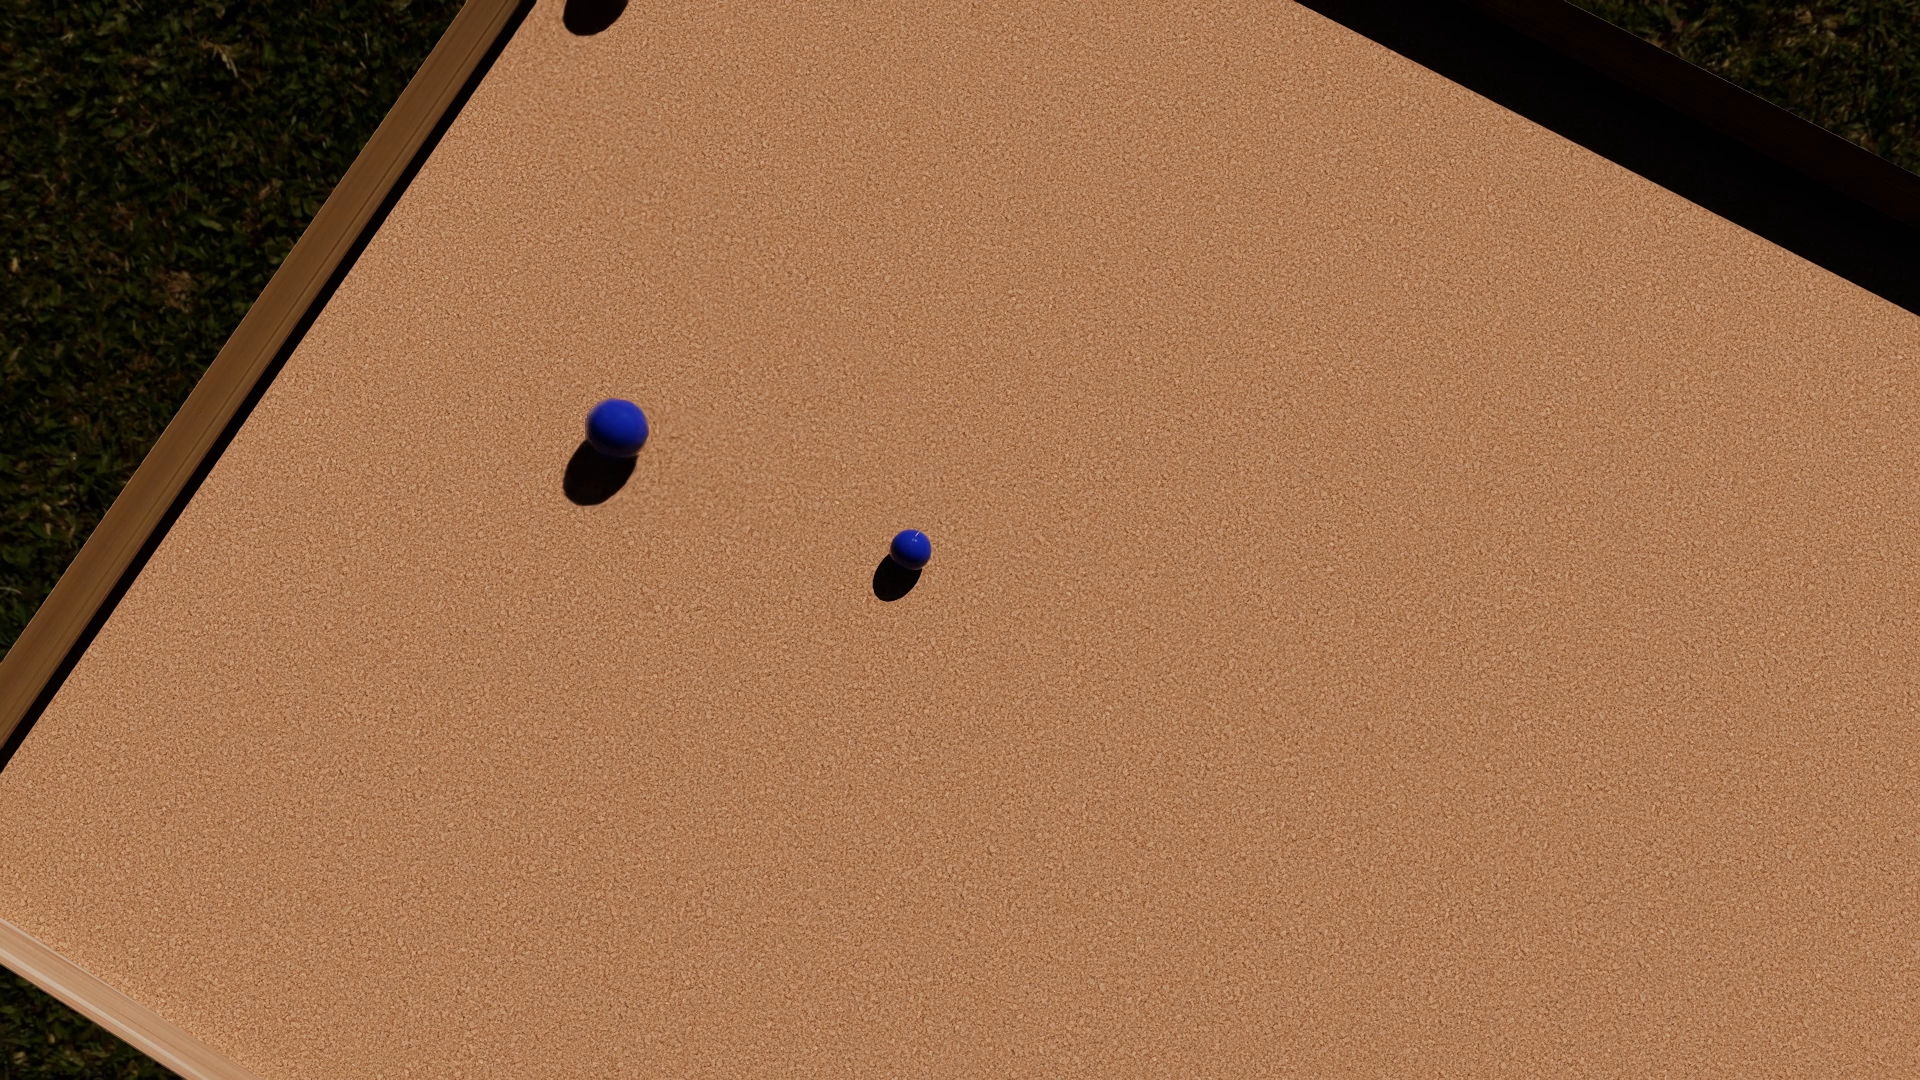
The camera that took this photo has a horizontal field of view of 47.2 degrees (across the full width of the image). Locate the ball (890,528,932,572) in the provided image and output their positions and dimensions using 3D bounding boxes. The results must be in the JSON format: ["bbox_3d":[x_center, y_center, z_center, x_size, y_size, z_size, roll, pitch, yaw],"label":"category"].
[{"bbox_3d":[-0.075,0.015,3.352,0.064,0.064,0.064,0,75,0],"label":"ball"}]

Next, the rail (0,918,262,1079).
[{"bbox_3d":[0.362,1.537,2.903,4.443,0.125,0.045,29,77,8],"label":"rail"}]

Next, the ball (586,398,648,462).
[{"bbox_3d":[-0.528,-0.170,3.386,0.096,0.096,0.096,0,75,0],"label":"ball"}]

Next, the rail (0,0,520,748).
[{"bbox_3d":[-0.943,-0.528,3.469,0.045,0.125,2.461,29,77,8],"label":"rail"}]

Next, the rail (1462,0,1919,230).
[{"bbox_3d":[1.564,-0.482,3.456,4.443,0.125,0.045,29,77,8],"label":"rail"}]
